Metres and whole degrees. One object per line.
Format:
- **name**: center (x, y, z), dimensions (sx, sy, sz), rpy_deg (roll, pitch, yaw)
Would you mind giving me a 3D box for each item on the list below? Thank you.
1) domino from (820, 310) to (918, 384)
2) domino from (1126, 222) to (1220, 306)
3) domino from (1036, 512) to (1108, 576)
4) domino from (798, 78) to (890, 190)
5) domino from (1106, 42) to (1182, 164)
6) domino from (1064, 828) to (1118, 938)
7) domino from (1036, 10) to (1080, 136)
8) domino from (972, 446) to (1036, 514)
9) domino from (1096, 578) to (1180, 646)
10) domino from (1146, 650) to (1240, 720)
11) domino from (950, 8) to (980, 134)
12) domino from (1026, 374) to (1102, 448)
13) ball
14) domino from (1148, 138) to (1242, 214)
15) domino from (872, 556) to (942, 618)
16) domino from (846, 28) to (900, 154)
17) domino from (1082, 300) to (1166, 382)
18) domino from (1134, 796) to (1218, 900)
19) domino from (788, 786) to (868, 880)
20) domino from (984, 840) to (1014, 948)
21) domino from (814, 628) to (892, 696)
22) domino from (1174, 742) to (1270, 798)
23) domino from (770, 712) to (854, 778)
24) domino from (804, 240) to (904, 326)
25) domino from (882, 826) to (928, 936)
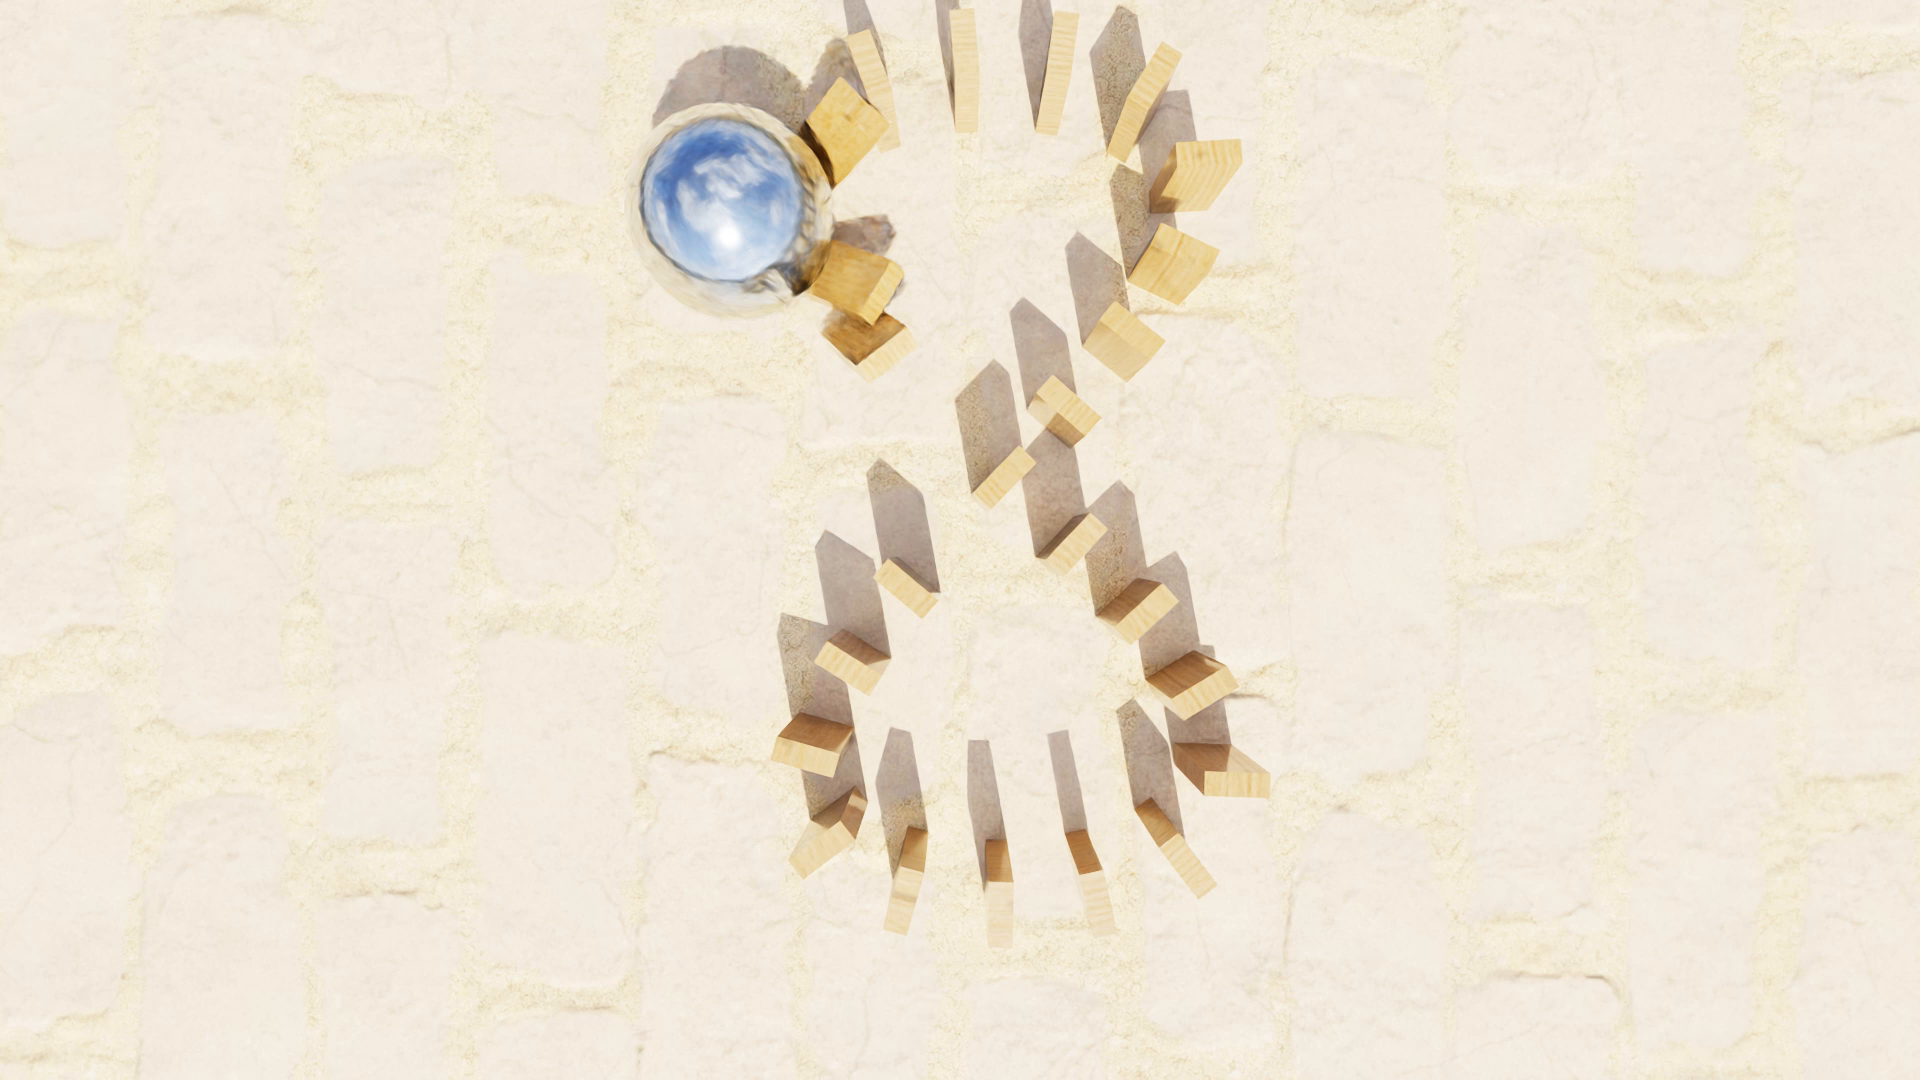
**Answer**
- **domino**: center (-0.038, -0.082, 0.376), dimensions (0.025, 0.050, 0.010), rpy_deg (-38, 126, -3)
- **domino**: center (0.086, -0.112, 0.375), dimensions (0.025, 0.050, 0.010), rpy_deg (25, 90, 0)
- **domino**: center (0.045, 0.002, 0.375), dimensions (0.010, 0.050, 0.025), rpy_deg (43, 90, 0)
- **domino**: center (-0.051, -0.163, 0.372), dimensions (0.025, 0.050, 0.009), rpy_deg (38, 69, -22)
- **domino**: center (0.075, -0.177, 0.375), dimensions (0.010, 0.050, 0.025), rpy_deg (32, 90, 0)
- **domino**: center (0.053, 0.139, 0.375), dimensions (0.009, 0.050, 0.025), rpy_deg (-13, 90, 0)
- **domino**: center (0.039, -0.189, 0.375), dimensions (0.009, 0.050, 0.025), rpy_deg (8, 90, 0)
- **domino**: center (0.017, -0.024, 0.375), dimensions (0.009, 0.050, 0.025), rpy_deg (45, 90, 0)
- **domino**: center (0.071, 0.028, 0.375), dimensions (0.025, 0.050, 0.010), rpy_deg (-42, 90, 0)
- **domino**: center (0.094, 0.058, 0.375), dimensions (0.025, 0.050, 0.009), rpy_deg (-31, 90, 0)
- **domino**: center (0.002, -0.190, 0.375), dimensions (0.009, 0.050, 0.025), rpy_deg (-5, 90, 0)
- **domino**: center (0.042, -0.051, 0.375), dimensions (0.025, 0.050, 0.009), rpy_deg (41, 90, 0)
- **ball**: center (-0.089, -0.127, 0.359), dimensions (0.080, 0.080, 0.080), rpy_deg (0, 90, 0)
- **domino**: center (0.095, -0.148, 0.375), dimensions (0.025, 0.050, 0.010), rpy_deg (-3, 90, 0)
- **domino**: center (-0.021, 0.019, 0.375), dimensions (0.025, 0.050, 0.010), rpy_deg (40, 90, 0)
- **domino**: center (-0.035, -0.182, 0.375), dimensions (0.010, 0.050, 0.025), rpy_deg (-21, 90, 0)
- **domino**: center (0.066, -0.080, 0.375), dimensions (0.025, 0.050, 0.010), rpy_deg (38, 90, 0)
- **domino**: center (0.087, 0.125, 0.375), dimensions (0.010, 0.050, 0.025), rpy_deg (-37, 90, 0)
- **domino**: center (-0.053, 0.119, 0.375), dimensions (0.025, 0.050, 0.009), rpy_deg (-37, 90, 0)
- **domino**: center (0.016, 0.143, 0.375), dimensions (0.009, 0.050, 0.025), rpy_deg (1, 90, 0)
- **domino**: center (-0.043, 0.049, 0.375), dimensions (0.025, 0.050, 0.010), rpy_deg (32, 90, 0)
- **domino**: center (0.106, 0.094, 0.375), dimensions (0.025, 0.050, 0.009), rpy_deg (2, 90, 0)
- **domino**: center (-0.059, 0.083, 0.375), dimensions (0.025, 0.050, 0.010), rpy_deg (16, 90, 0)
- **domino**: center (-0.048, -0.109, 0.381), dimensions (0.050, 0.010, 0.025), rpy_deg (31, 90, 37)
- **domino**: center (-0.022, 0.138, 0.375), dimensions (0.010, 0.050, 0.025), rpy_deg (16, 90, 0)
